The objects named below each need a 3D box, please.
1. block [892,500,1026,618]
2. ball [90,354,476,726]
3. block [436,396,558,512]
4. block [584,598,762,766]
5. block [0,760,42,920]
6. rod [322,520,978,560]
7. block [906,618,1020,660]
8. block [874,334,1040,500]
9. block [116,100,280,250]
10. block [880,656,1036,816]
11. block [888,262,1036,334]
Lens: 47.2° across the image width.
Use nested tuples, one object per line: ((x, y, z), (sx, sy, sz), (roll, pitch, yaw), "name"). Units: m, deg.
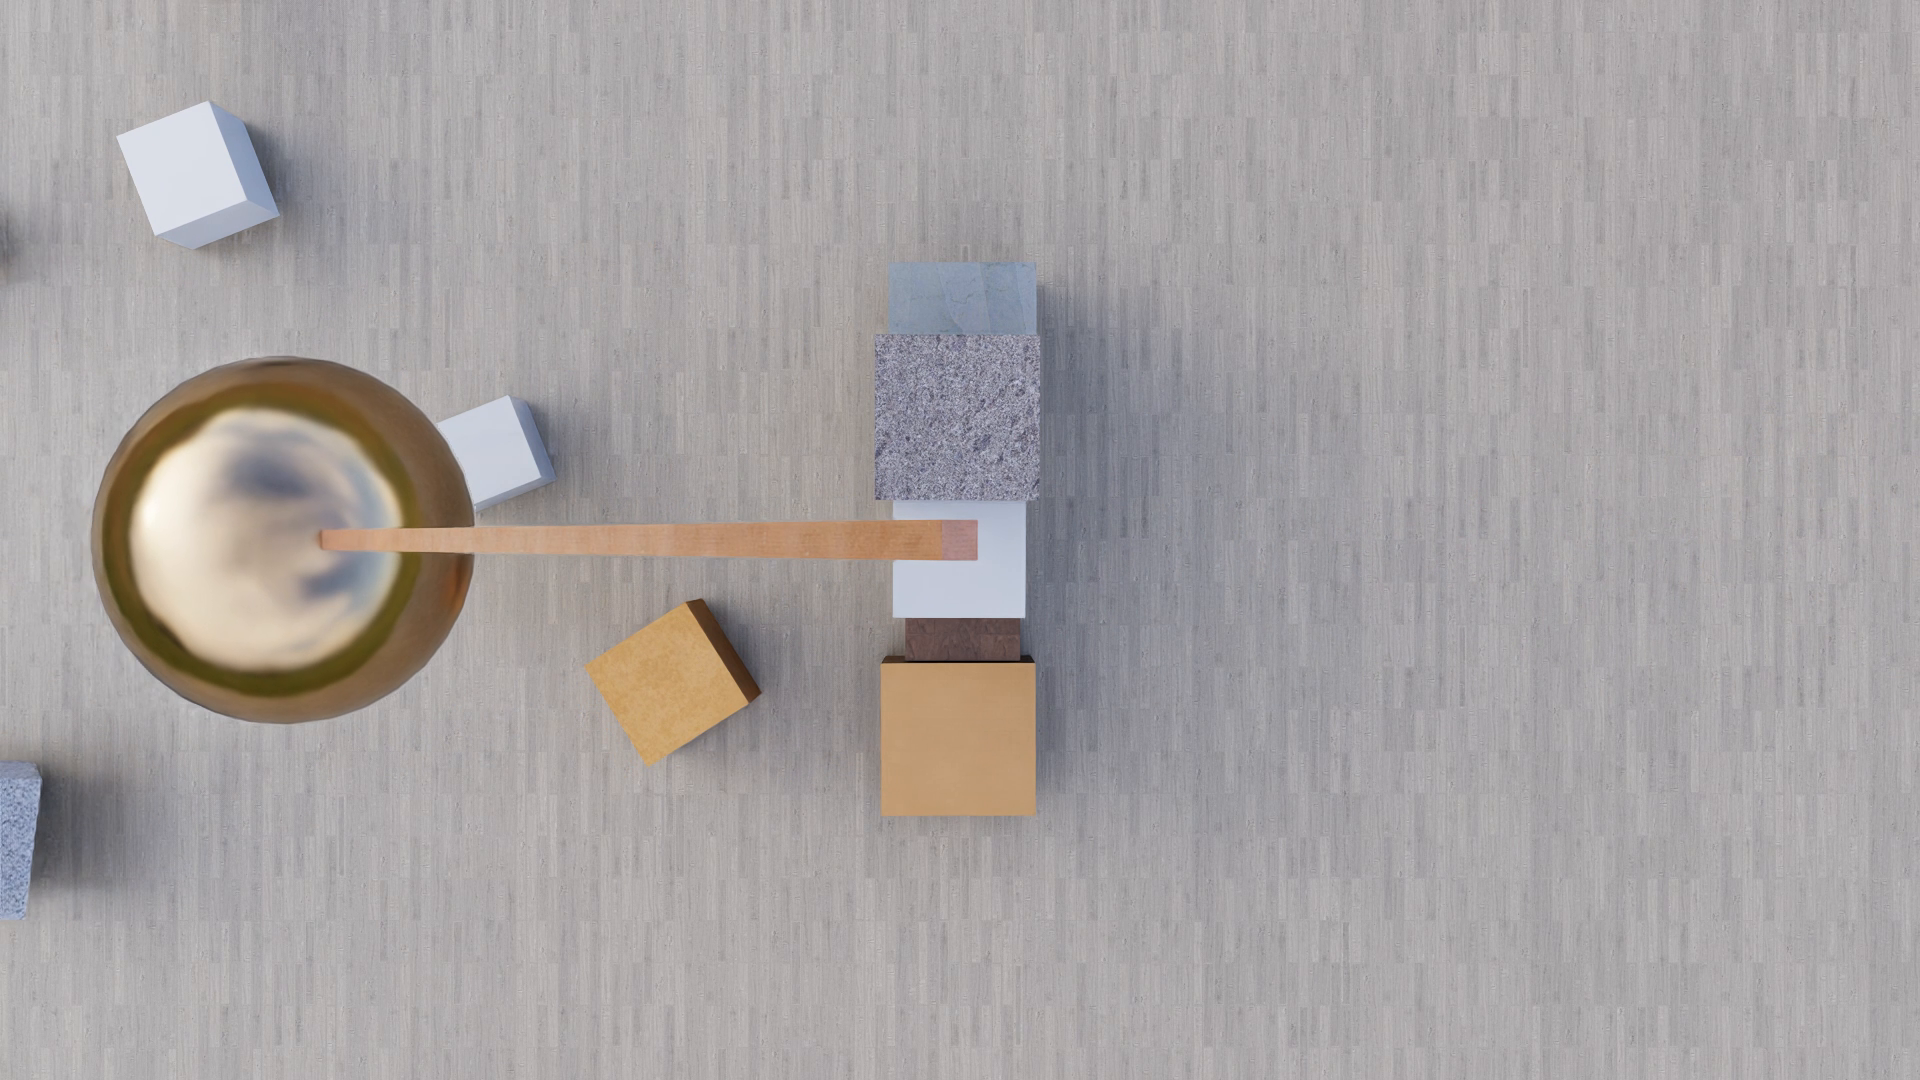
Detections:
((-0.004, 0.092, 11.907), (0.696, 0.686, 0.632), (0, 90, 0), "block")
((-2.911, 0.000, 9.529), (1.600, 1.600, 1.600), (0, 90, 0), "ball")
((-2.745, -0.483, 12.750), (0.583, 0.500, 0.505), (-22, 90, 0), "block")
((-1.628, 0.802, 12.595), (0.665, 0.811, 0.665), (-32, 90, 0), "block")
((-5.745, 1.678, 12.496), (0.851, 0.706, 0.793), (7, 90, -26), "block")
((-1.261, 0.000, 6.555), (0.080, 5.200, 0.080), (0, 90, -29), "rod")
((0.015, 0.297, 12.625), (0.642, 0.750, 0.751), (0, 90, 0), "block")
((-0.013, -0.650, 11.635), (0.840, 0.878, 0.842), (0, 93, 0), "block")
((-4.389, -2.097, 12.700), (0.556, 0.601, 0.601), (-21, 90, 0), "block")
((-0.010, 1.105, 12.590), (0.856, 0.820, 0.844), (0, 90, 0), "block")
((0.015, -1.109, 12.536), (0.810, 0.928, 0.834), (0, 90, 0), "block")
